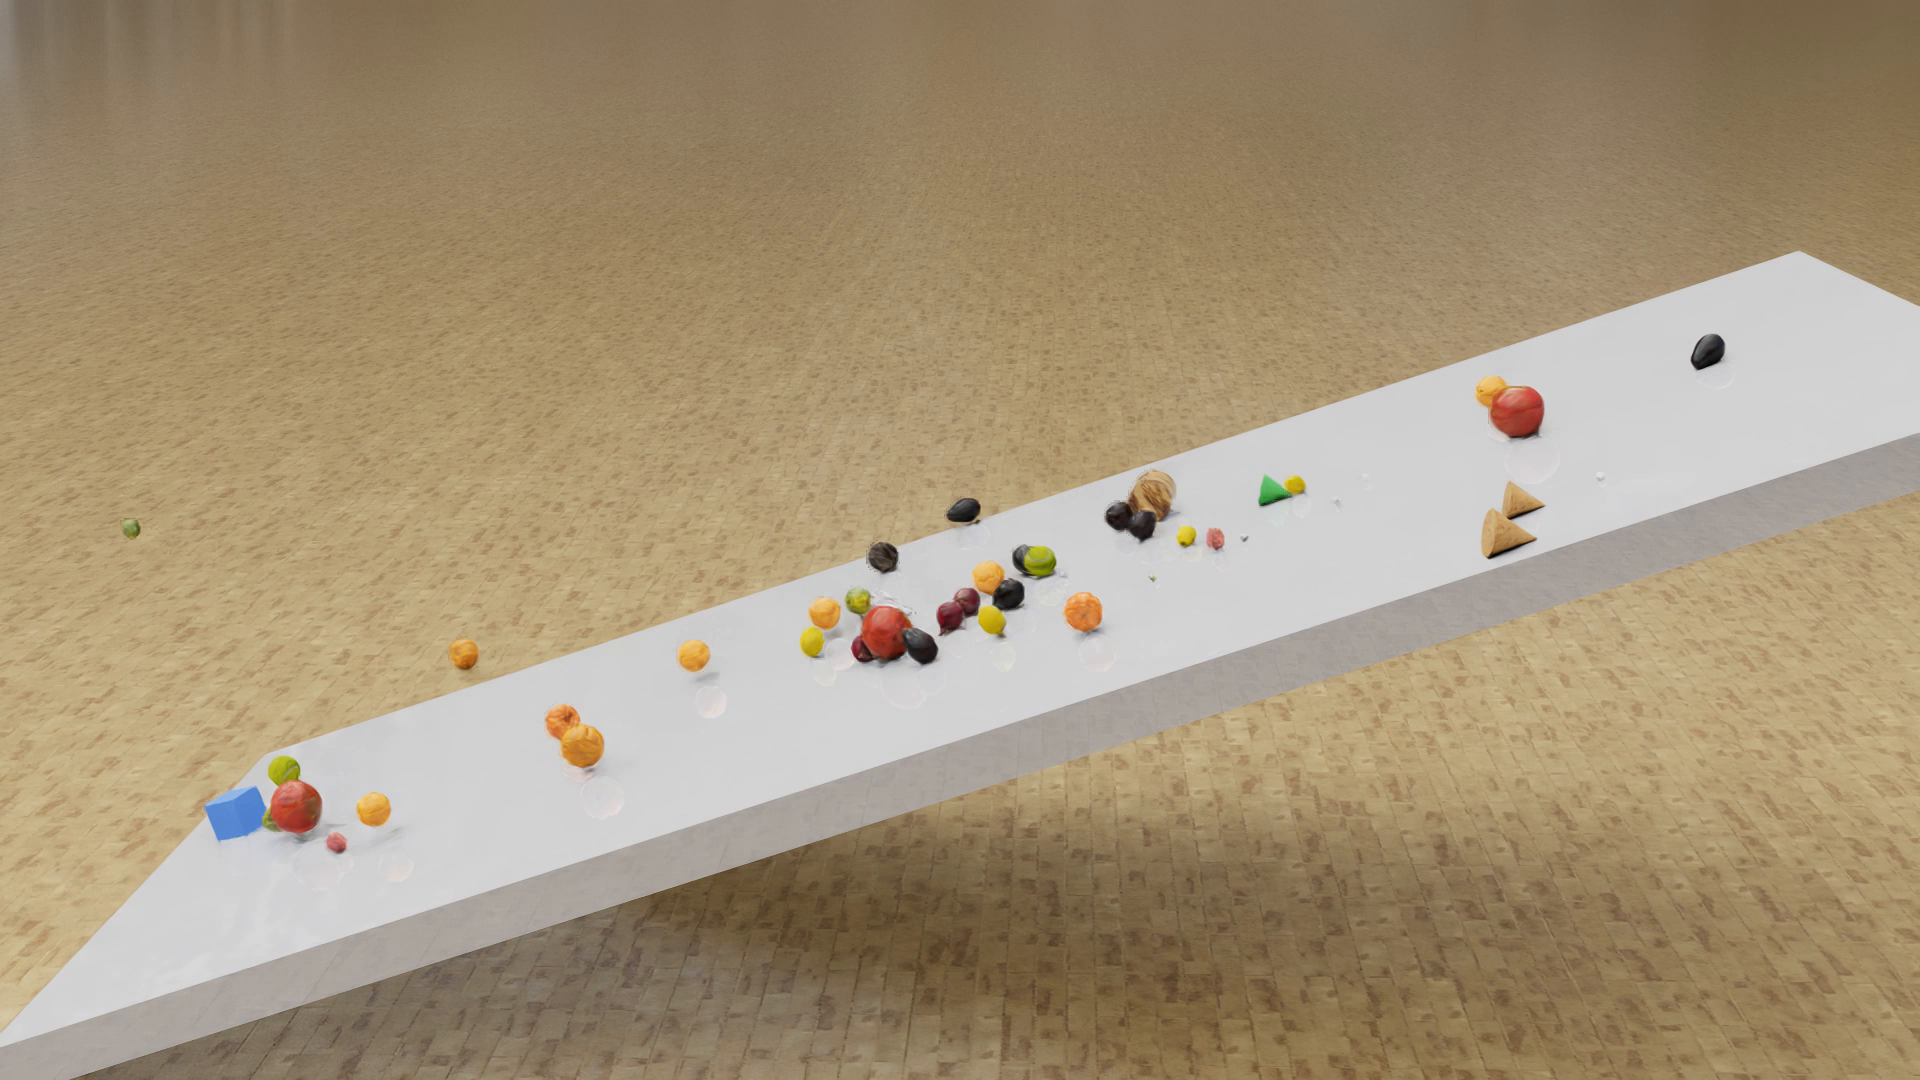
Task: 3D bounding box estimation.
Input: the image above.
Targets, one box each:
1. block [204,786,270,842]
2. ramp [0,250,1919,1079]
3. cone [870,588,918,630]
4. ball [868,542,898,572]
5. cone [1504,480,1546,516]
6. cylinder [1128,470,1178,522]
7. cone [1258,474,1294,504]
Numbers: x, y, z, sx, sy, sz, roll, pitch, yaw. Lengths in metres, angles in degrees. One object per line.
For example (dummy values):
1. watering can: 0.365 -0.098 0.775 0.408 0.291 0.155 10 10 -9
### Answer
1. block: -1.633 0.618 6.646 0.088 0.088 0.088 -13 12 30
2. ramp: 0.107 0.180 6.304 4.000 0.100 2.000 -18 11 6
3. cone: -0.137 0.155 6.422 0.096 0.096 0.096 5 13 19
4. ball: -0.184 0.040 7.046 0.071 0.071 0.071 0 12 0
5. cone: 1.065 -0.069 5.527 0.075 0.075 0.075 8 12 0
6. cylinder: 0.433 -0.098 6.593 0.095 0.095 0.095 2 15 11
7. cone: 0.687 -0.103 6.352 0.070 0.070 0.070 11 14 10
